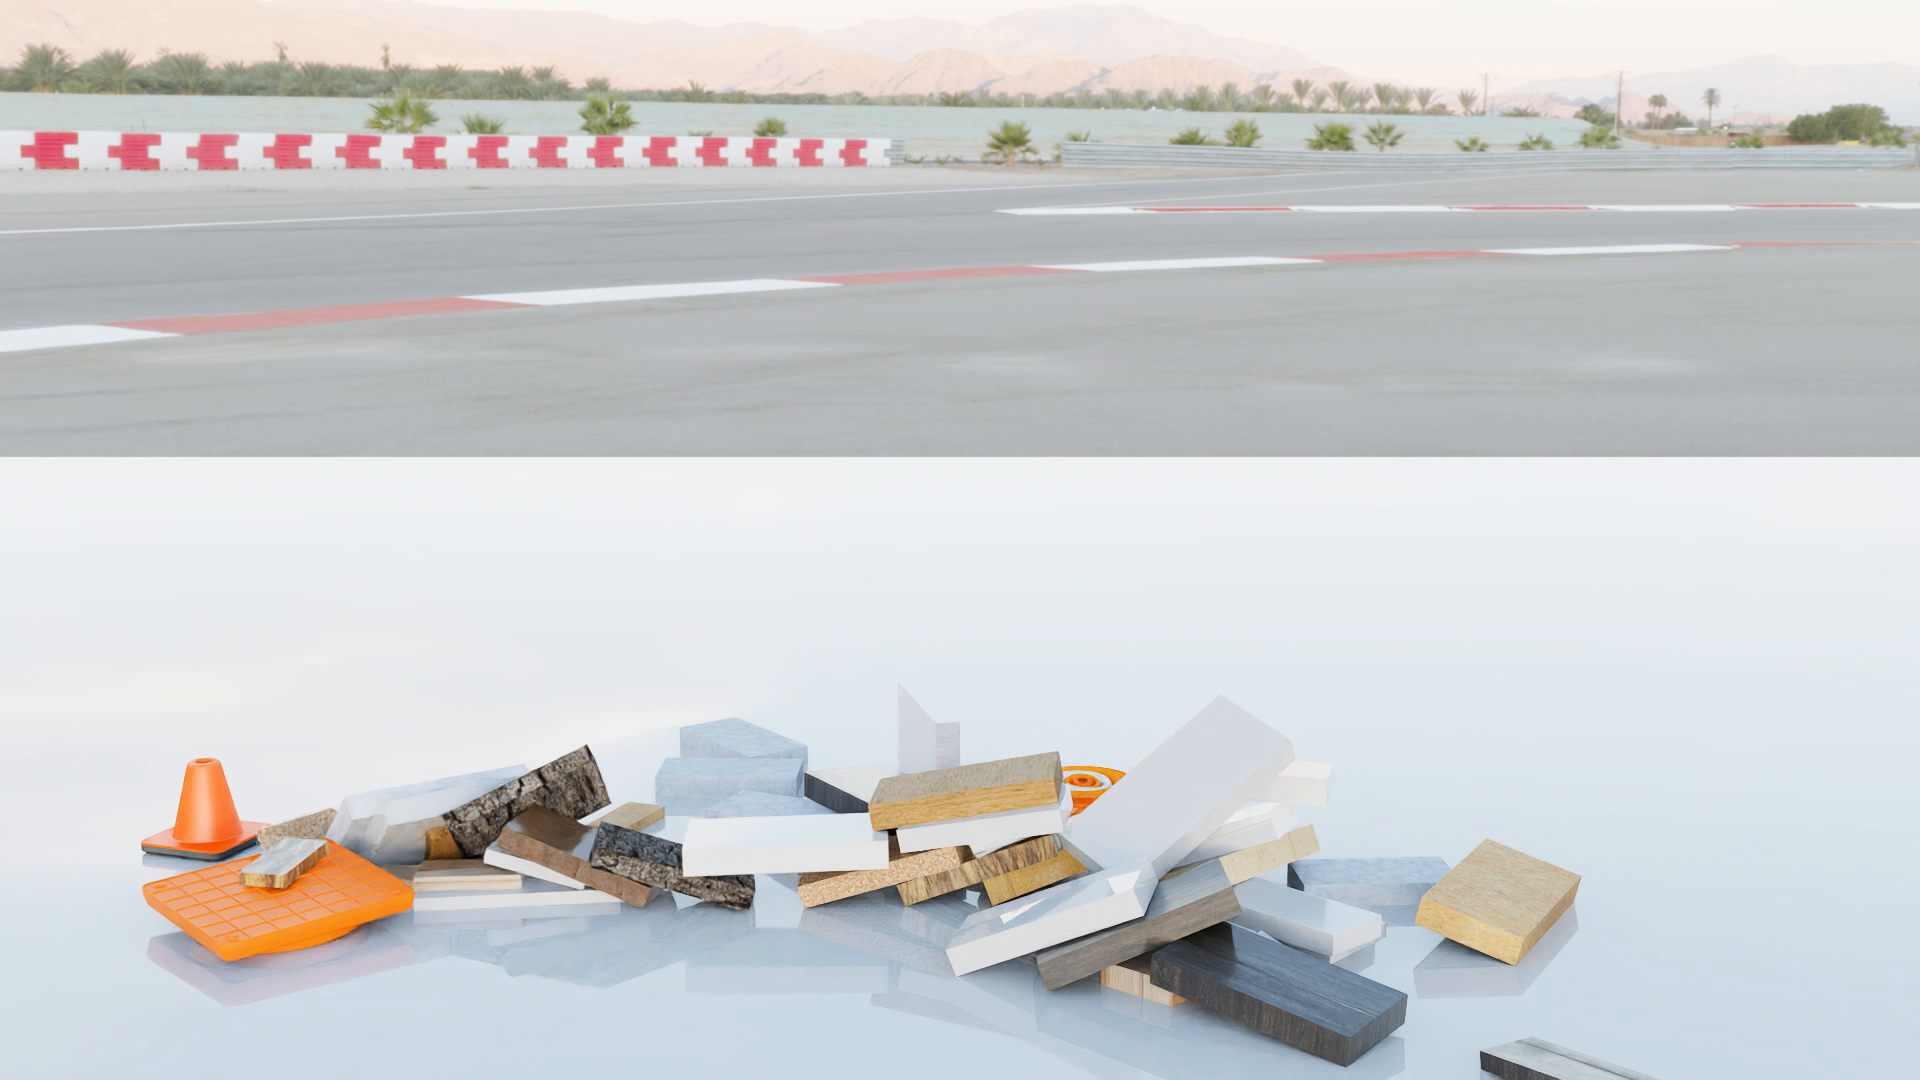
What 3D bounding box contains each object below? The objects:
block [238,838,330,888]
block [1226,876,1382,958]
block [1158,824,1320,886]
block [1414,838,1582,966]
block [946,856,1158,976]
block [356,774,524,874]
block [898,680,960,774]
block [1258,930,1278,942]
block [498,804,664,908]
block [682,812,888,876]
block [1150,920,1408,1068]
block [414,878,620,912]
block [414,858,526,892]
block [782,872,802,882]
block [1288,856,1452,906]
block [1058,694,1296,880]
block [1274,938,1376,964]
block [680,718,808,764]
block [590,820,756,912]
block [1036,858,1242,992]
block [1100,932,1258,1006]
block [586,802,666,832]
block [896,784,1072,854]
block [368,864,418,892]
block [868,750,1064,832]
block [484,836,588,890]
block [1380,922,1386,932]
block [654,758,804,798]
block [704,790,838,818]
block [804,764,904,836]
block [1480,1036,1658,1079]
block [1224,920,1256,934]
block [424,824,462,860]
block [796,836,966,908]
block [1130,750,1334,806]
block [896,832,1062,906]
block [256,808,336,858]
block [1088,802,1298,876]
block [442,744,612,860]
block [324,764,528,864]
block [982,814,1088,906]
[{"bbox_3d":[-1.103,0.527,3.594,0.078,0.022,0.156,2,14,10],"label":"block"},{"bbox_3d":[0.515,0.582,3.411,0.123,0.035,0.246,-10,15,-43],"label":"block"},{"bbox_3d":[0.430,0.539,3.615,0.166,0.047,0.332,-22,-9,41],"label":"block"},{"bbox_3d":[0.865,0.575,3.520,0.166,0.047,0.332,21,19,26],"label":"block"},{"bbox_3d":[0.141,0.570,3.338,0.307,0.043,0.153,-21,5,16],"label":"block"},{"bbox_3d":[-0.863,0.486,3.819,0.329,0.047,0.165,-8,-31,-36],"label":"block"},{"bbox_3d":[-0.062,0.393,4.285,0.046,0.163,0.326,-3,11,-14],"label":"block"},{"bbox_3d":[0.481,0.628,3.324,0.090,0.013,0.045,32,28,23],"label":"block"},{"bbox_3d":[-0.618,0.524,3.652,0.266,0.038,0.133,22,13,8],"label":"block"},{"bbox_3d":[-0.283,0.499,3.610,0.329,0.047,0.165,-2,9,-2],"label":"block"},{"bbox_3d":[0.452,0.640,3.138,0.326,0.046,0.163,17,22,37],"label":"block"},{"bbox_3d":[-0.731,0.584,3.643,0.333,0.021,0.076,-2,11,-8],"label":"block"},{"bbox_3d":[-0.814,0.557,3.661,0.174,0.025,0.087,-1,11,-5],"label":"block"},{"bbox_3d":[-0.286,0.552,3.812,0.078,0.022,0.156,-7,13,-33],"label":"block"},{"bbox_3d":[0.690,0.570,3.674,0.263,0.037,0.131,-1,11,-4],"label":"block"},{"bbox_3d":[0.352,0.414,3.559,0.369,0.047,0.166,-38,44,-19],"label":"block"},{"bbox_3d":[0.510,0.605,3.486,0.263,0.037,0.131,9,14,41],"label":"block"},{"bbox_3d":[-0.443,0.419,4.484,0.135,0.038,0.276,-8,13,-36],"label":"block"},{"bbox_3d":[-0.471,0.537,3.620,0.266,0.038,0.133,18,8,-10],"label":"block"},{"bbox_3d":[0.263,0.574,3.291,0.307,0.043,0.153,-23,6,2],"label":"block"},{"bbox_3d":[0.346,0.634,3.330,0.131,0.037,0.263,9,14,40],"label":"block"},{"bbox_3d":[-0.610,0.514,4.021,0.076,0.021,0.151,4,11,22],"label":"block"},{"bbox_3d":[0.042,0.456,3.605,0.270,0.038,0.135,-9,10,11],"label":"block"},{"bbox_3d":[-0.910,0.572,3.707,0.151,0.021,0.076,1,11,4],"label":"block"},{"bbox_3d":[0.012,0.414,3.637,0.307,0.043,0.153,-10,10,8],"label":"block"},{"bbox_3d":[-0.696,0.536,3.669,0.174,0.025,0.087,15,12,5],"label":"block"},{"bbox_3d":[0.630,0.612,3.513,0.090,0.013,0.045,8,13,38],"label":"block"},{"bbox_3d":[-0.445,0.460,4.263,0.271,0.038,0.135,0,11,2],"label":"block"},{"bbox_3d":[-0.312,0.508,4.004,0.271,0.038,0.135,5,12,25],"label":"block"},{"bbox_3d":[-0.139,0.467,3.979,0.163,0.046,0.326,-3,8,-29],"label":"block"},{"bbox_3d":[0.817,0.703,2.855,0.091,0.026,0.323,-7,4,-26],"label":"block"},{"bbox_3d":[0.405,0.600,3.376,0.045,0.013,0.090,-10,14,-42],"label":"block"},{"bbox_3d":[-0.835,0.515,3.796,0.174,0.087,0.025,-13,49,-30],"label":"block"},{"bbox_3d":[-0.127,0.536,3.645,0.270,0.038,0.135,-16,9,7],"label":"block"},{"bbox_3d":[0.459,0.400,3.697,0.325,0.046,0.162,3,4,14],"label":"block"},{"bbox_3d":[0.037,0.524,3.642,0.270,0.038,0.135,-20,8,13],"label":"block"},{"bbox_3d":[-1.141,0.523,3.843,0.078,0.022,0.156,50,32,17],"label":"block"},{"bbox_3d":[0.386,0.502,3.650,0.325,0.046,0.162,-19,-4,20],"label":"block"},{"bbox_3d":[-0.738,0.461,3.761,0.266,0.133,0.038,-26,51,-15],"label":"block"},{"bbox_3d":[-0.932,0.480,3.859,0.329,0.047,0.165,-8,-30,-35],"label":"block"},{"bbox_3d":[0.193,0.507,3.665,0.325,0.046,0.162,-21,8,0],"label":"block"}]
